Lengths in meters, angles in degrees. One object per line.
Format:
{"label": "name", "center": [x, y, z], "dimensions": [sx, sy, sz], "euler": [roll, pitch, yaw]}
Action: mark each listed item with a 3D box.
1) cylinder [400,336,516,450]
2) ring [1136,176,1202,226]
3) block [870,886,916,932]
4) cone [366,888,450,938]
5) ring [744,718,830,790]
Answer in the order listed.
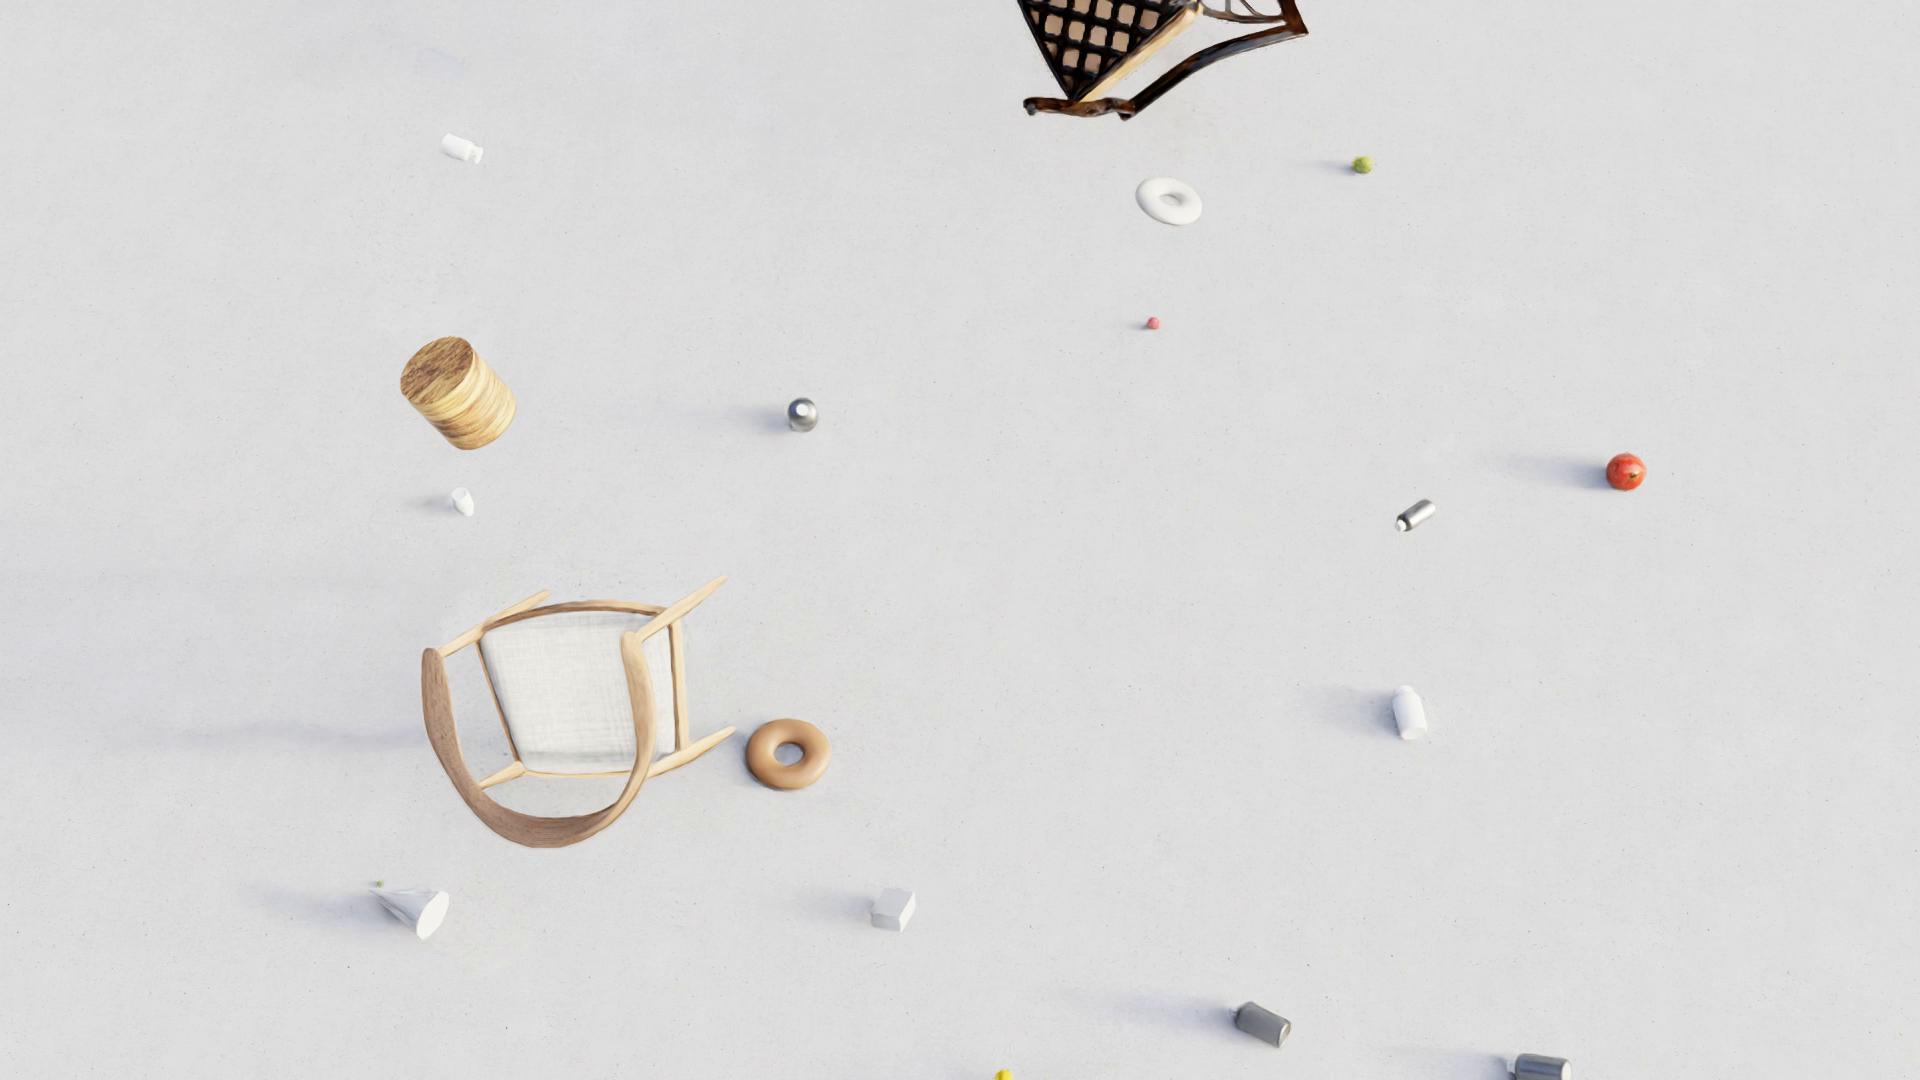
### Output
{"label": "cylinder", "center": [-1.393, -0.407, 6.115], "dimensions": [0.228, 0.253, 0.203], "euler": [-37, 56, -3]}
{"label": "ring", "center": [0.638, -1.036, 6.717], "dimensions": [0.211, 0.046, 0.230], "euler": [26, 42, 7]}
{"label": "block", "center": [-0.179, 0.982, 5.853], "dimensions": [0.085, 0.051, 0.107], "euler": [8, 33, 19]}
{"label": "cone", "center": [-1.486, 0.960, 5.832], "dimensions": [0.212, 0.117, 0.143], "euler": [17, 40, 18]}
{"label": "ring", "center": [-0.481, 0.598, 6.143], "dimensions": [0.242, 0.051, 0.222], "euler": [9, 57, 7]}
